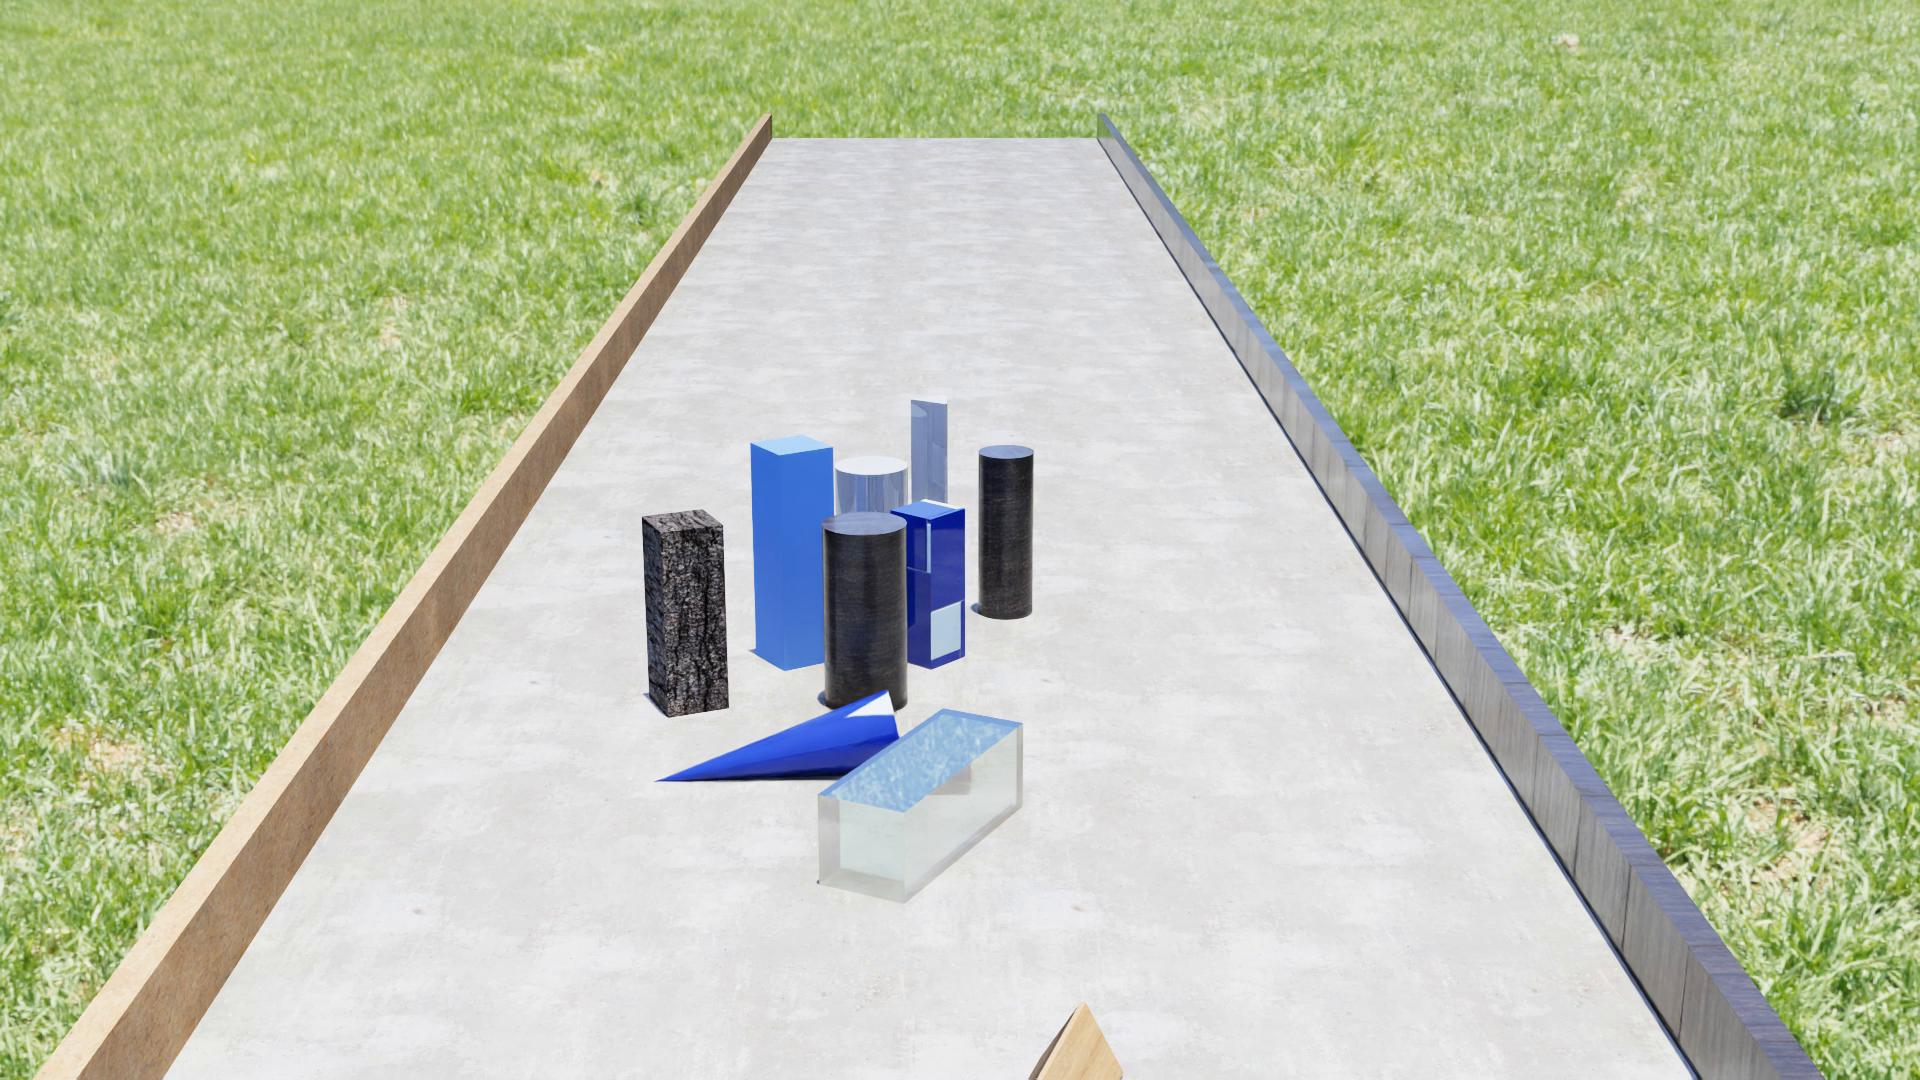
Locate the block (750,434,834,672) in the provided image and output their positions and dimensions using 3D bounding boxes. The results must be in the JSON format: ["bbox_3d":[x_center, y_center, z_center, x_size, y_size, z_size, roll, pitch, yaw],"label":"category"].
[{"bbox_3d":[-0.330,0.025,4.368,0.120,0.441,0.120,-11,20,-32],"label":"block"}]

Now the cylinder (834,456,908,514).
[{"bbox_3d":[-0.185,0.003,4.634,0.153,0.332,0.153,0,17,0],"label":"cylinder"}]

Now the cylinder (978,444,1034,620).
[{"bbox_3d":[0.097,-0.016,4.663,0.117,0.353,0.117,0,17,0],"label":"cylinder"}]

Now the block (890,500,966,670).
[{"bbox_3d":[-0.063,0.088,4.386,0.105,0.311,0.105,14,21,38],"label":"block"}]

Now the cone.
[{"bbox_3d":[-0.324,0.376,3.837,0.431,0.144,0.144,-12,18,-6],"label":"cone"}]

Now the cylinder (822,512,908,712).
[{"bbox_3d":[-0.178,0.138,4.142,0.159,0.353,0.159,0,17,0],"label":"cylinder"}]

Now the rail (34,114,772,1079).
[{"bbox_3d":[-1.118,-0.838,7.780,0.050,0.150,12.000,0,17,-1],"label":"rail"}]

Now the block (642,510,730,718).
[{"bbox_3d":[-0.516,0.137,4.133,0.120,0.361,0.120,-8,18,-24],"label":"block"}]

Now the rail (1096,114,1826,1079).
[{"bbox_3d":[0.932,-0.844,7.801,0.050,0.150,12.000,0,17,-1],"label":"rail"}]

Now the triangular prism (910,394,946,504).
[{"bbox_3d":[-0.049,-0.112,4.875,0.091,0.416,0.079,10,19,29],"label":"triangular prism"}]

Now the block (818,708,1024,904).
[{"bbox_3d":[-0.057,0.421,3.546,0.151,0.151,0.417,8,18,26],"label":"block"}]

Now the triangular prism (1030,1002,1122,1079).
[{"bbox_3d":[0.099,0.700,2.696,0.111,0.096,0.393,6,17,17],"label":"triangular prism"}]
